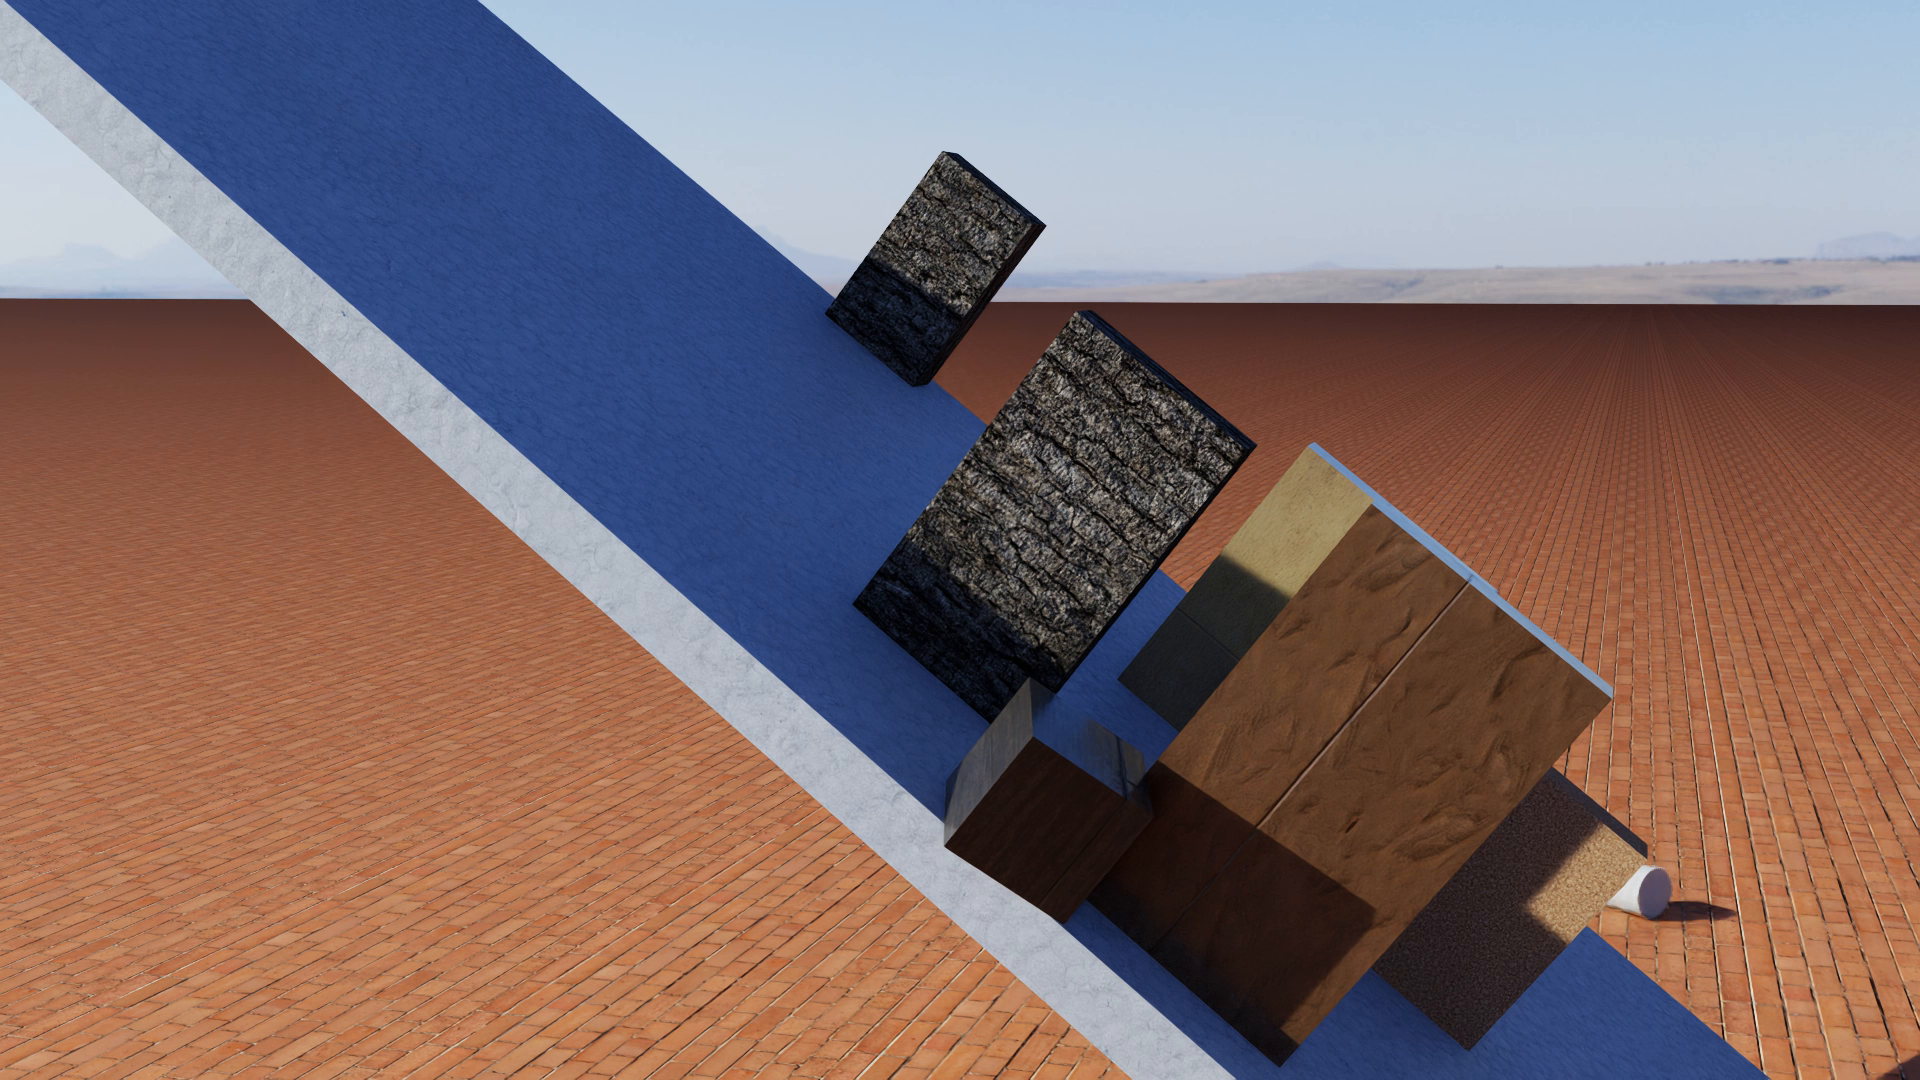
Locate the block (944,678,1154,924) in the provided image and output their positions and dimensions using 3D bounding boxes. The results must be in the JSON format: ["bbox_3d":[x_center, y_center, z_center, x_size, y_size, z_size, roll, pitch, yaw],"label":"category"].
[{"bbox_3d":[0.120,0.360,3.057,0.202,0.202,0.202,35,16,-11],"label":"block"}]

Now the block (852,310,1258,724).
[{"bbox_3d":[0.144,-0.022,3.454,0.335,0.594,0.104,40,16,9],"label":"block"}]

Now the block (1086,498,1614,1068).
[{"bbox_3d":[0.511,0.340,3.052,0.404,0.696,0.082,40,16,9],"label":"block"}]

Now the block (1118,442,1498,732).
[{"bbox_3d":[0.629,0.176,4.010,0.425,0.560,0.091,40,16,9],"label":"block"}]

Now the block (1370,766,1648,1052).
[{"bbox_3d":[0.815,0.530,3.648,0.443,0.438,0.101,40,16,9],"label":"block"}]

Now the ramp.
[{"bbox_3d":[-0.030,0.084,4.054,4.000,0.100,2.000,40,16,9],"label":"ramp"}]

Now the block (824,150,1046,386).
[{"bbox_3d":[-0.055,-0.602,4.902,0.262,0.452,0.117,40,16,9],"label":"block"}]

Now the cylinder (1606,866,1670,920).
[{"bbox_3d":[1.955,1.010,6.380,0.146,0.146,0.146,-5,8,-34],"label":"cylinder"}]
